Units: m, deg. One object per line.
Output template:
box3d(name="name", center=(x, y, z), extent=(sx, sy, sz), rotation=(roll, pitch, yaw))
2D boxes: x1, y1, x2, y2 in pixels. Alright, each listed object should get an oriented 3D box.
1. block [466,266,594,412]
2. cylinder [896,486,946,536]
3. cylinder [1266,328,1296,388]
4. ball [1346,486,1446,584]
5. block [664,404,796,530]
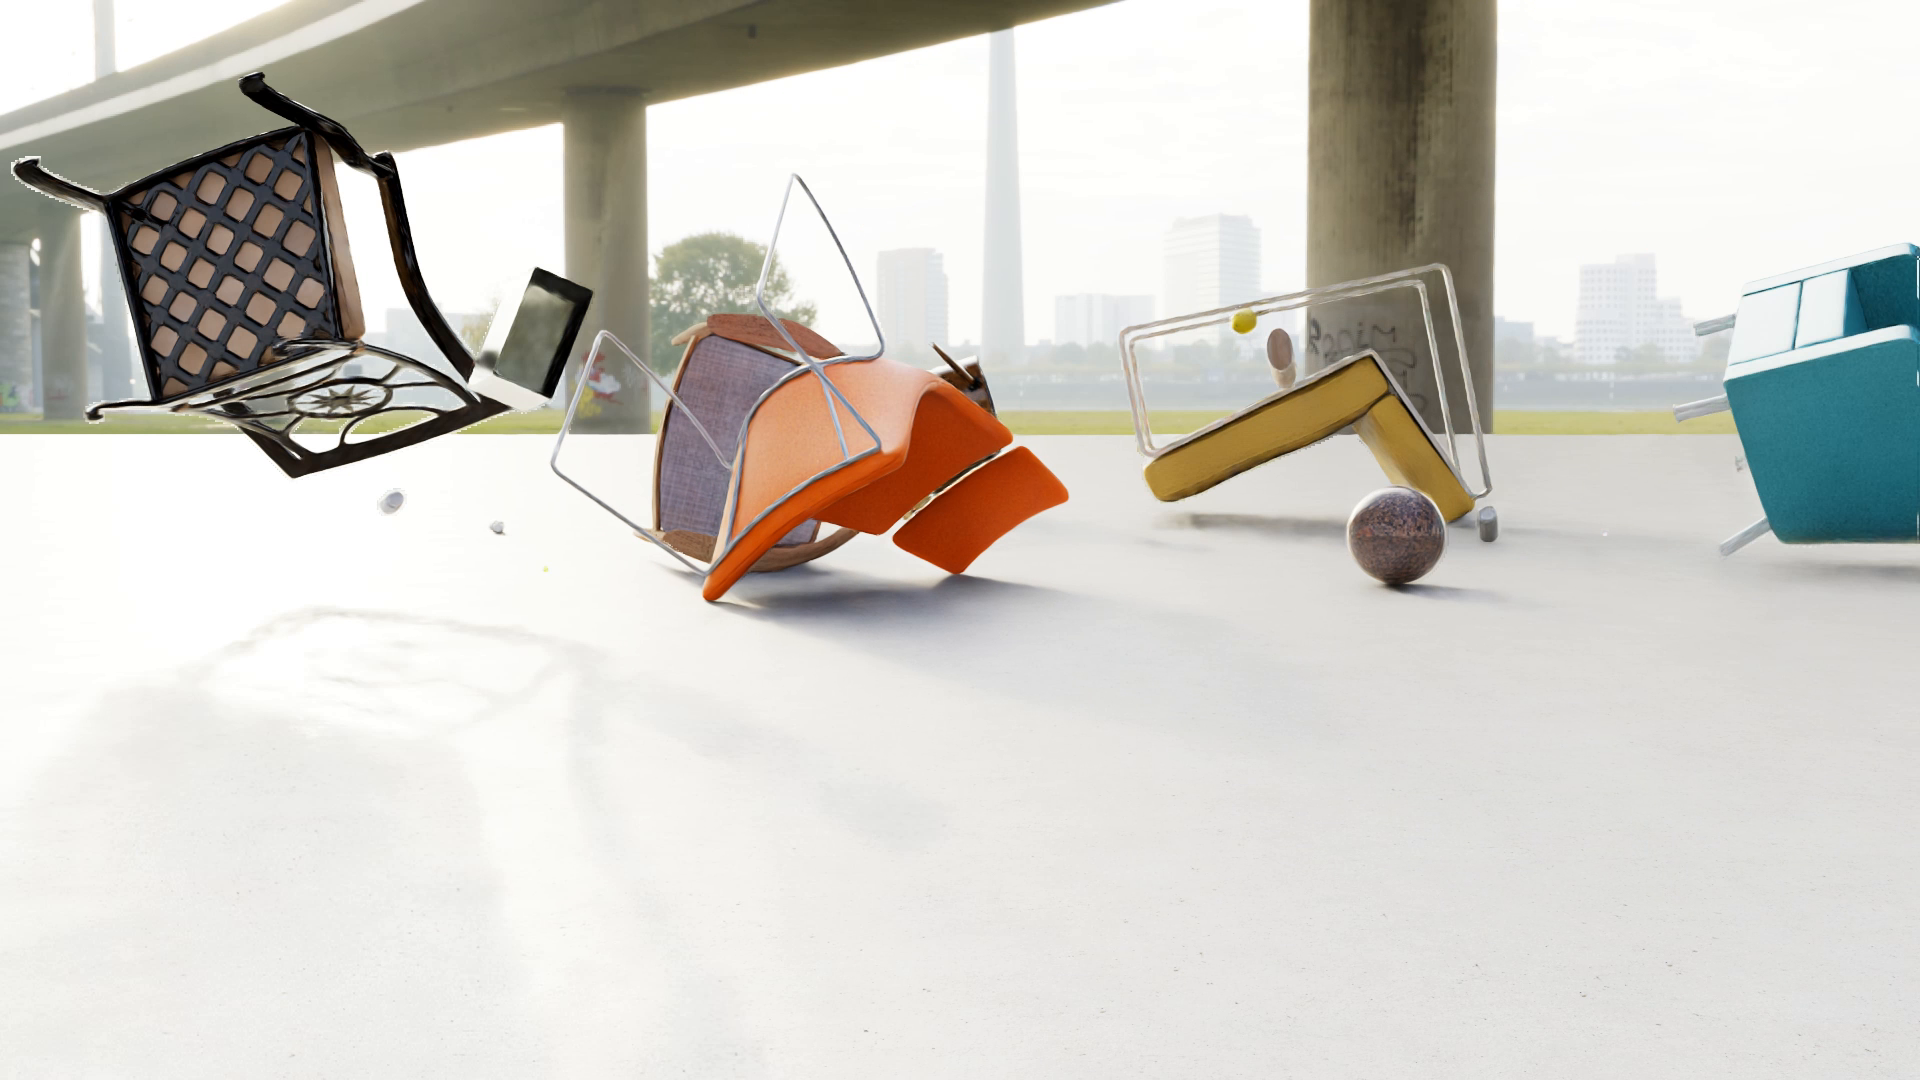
box3d(name="block", center=(-0.953, -0.442, 4.868), extent=(0.138, 0.256, 0.292), rotation=(23, -10, -21))
box3d(name="cylinder", center=(-0.117, -0.088, 6.617), extent=(0.099, 0.102, 0.137), rotation=(35, -1, 35))
box3d(name="cylinder", center=(1.008, -0.568, 6.887), extent=(0.081, 0.142, 0.163), rotation=(-7, -18, 11))
box3d(name="ball", center=(1.003, -0.011, 5.056), extent=(0.227, 0.227, 0.227), rotation=(0, 4, 0))
box3d(name="block", center=(-0.739, -0.236, 7.075), extent=(0.322, 0.280, 0.310), rotation=(28, 1, -6))
